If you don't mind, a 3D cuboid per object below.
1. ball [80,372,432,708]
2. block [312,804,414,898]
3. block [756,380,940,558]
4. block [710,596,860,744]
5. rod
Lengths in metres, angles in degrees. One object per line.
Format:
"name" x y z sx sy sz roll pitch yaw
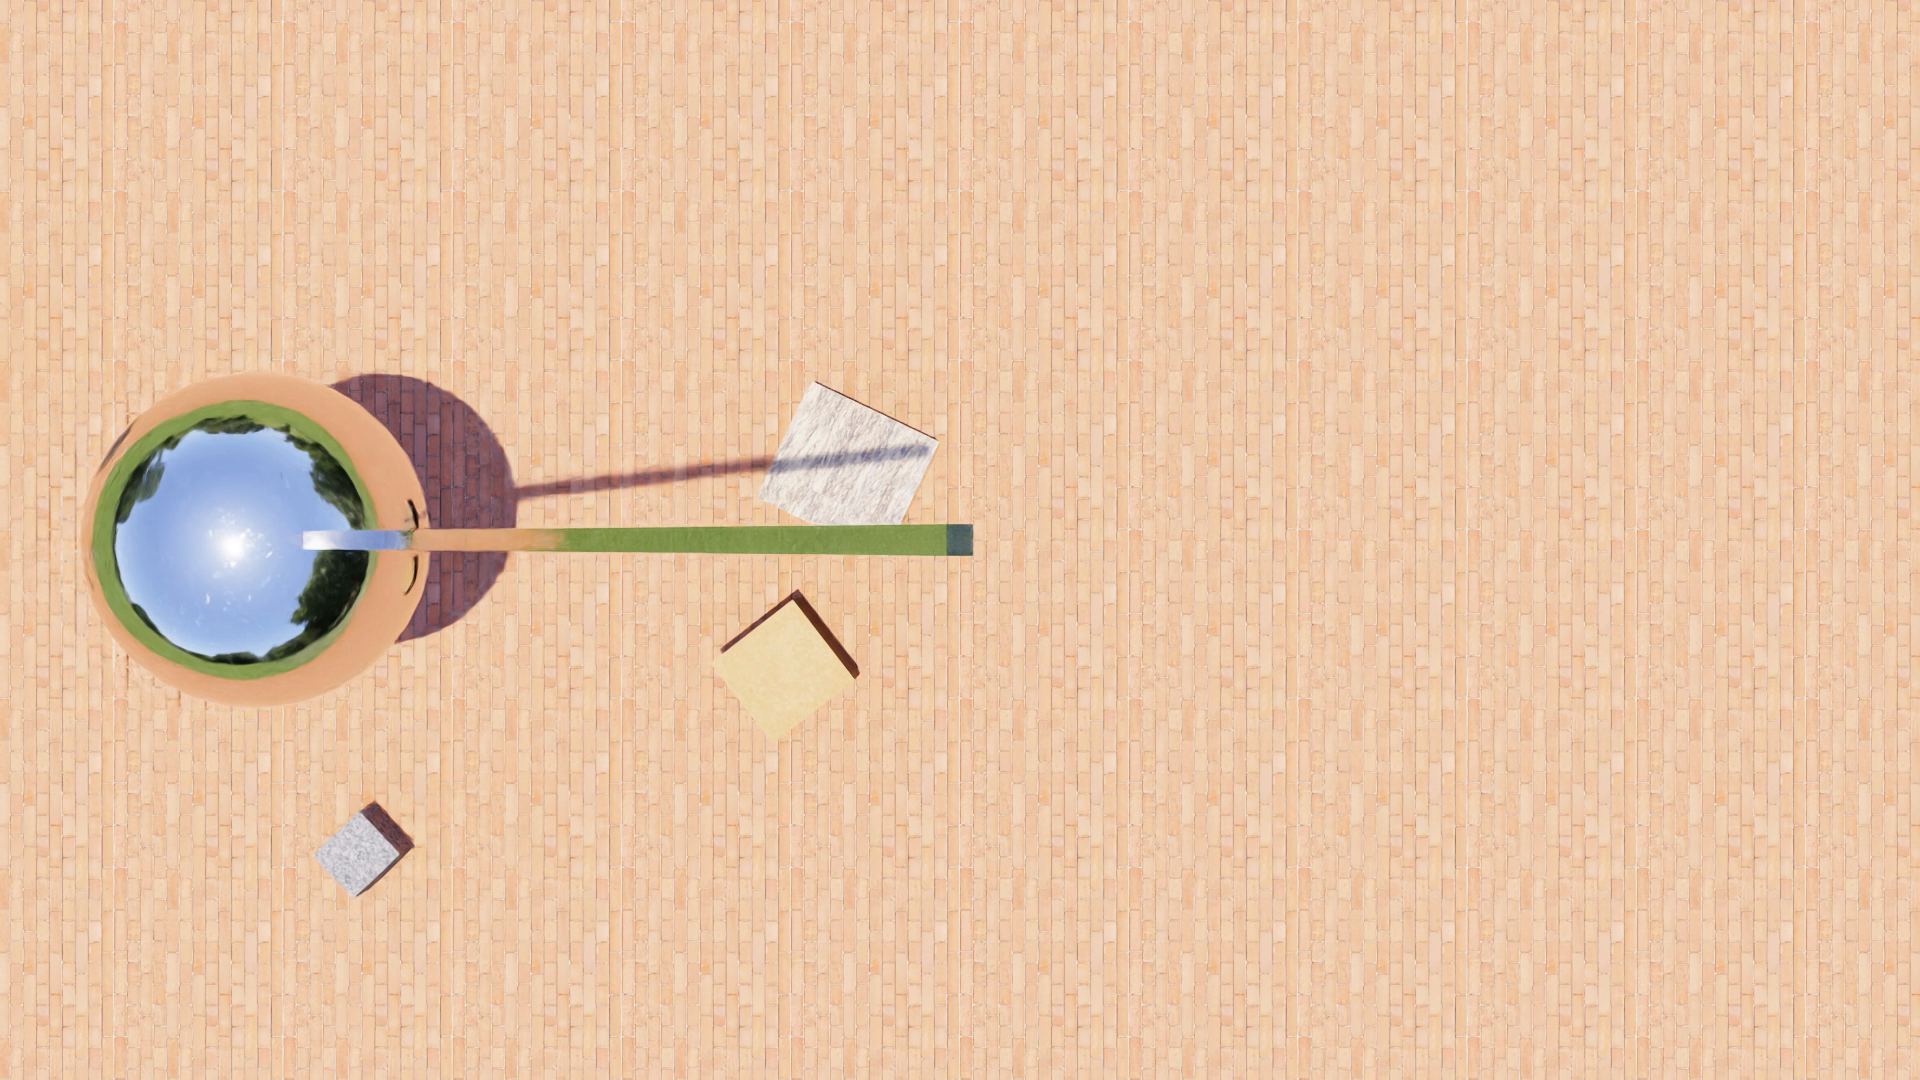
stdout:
"ball" -3.340 0.000 10.490 1.600 1.600 1.600 0 90 0
"block" -3.471 1.810 12.821 0.372 0.358 0.342 -43 90 0
"block" -0.633 -0.396 12.674 0.798 0.651 0.725 25 90 0
"block" -0.994 0.739 12.669 0.584 0.662 0.571 -38 90 0
"rod" -1.447 0.000 7.665 0.080 5.200 0.080 0 90 -34
